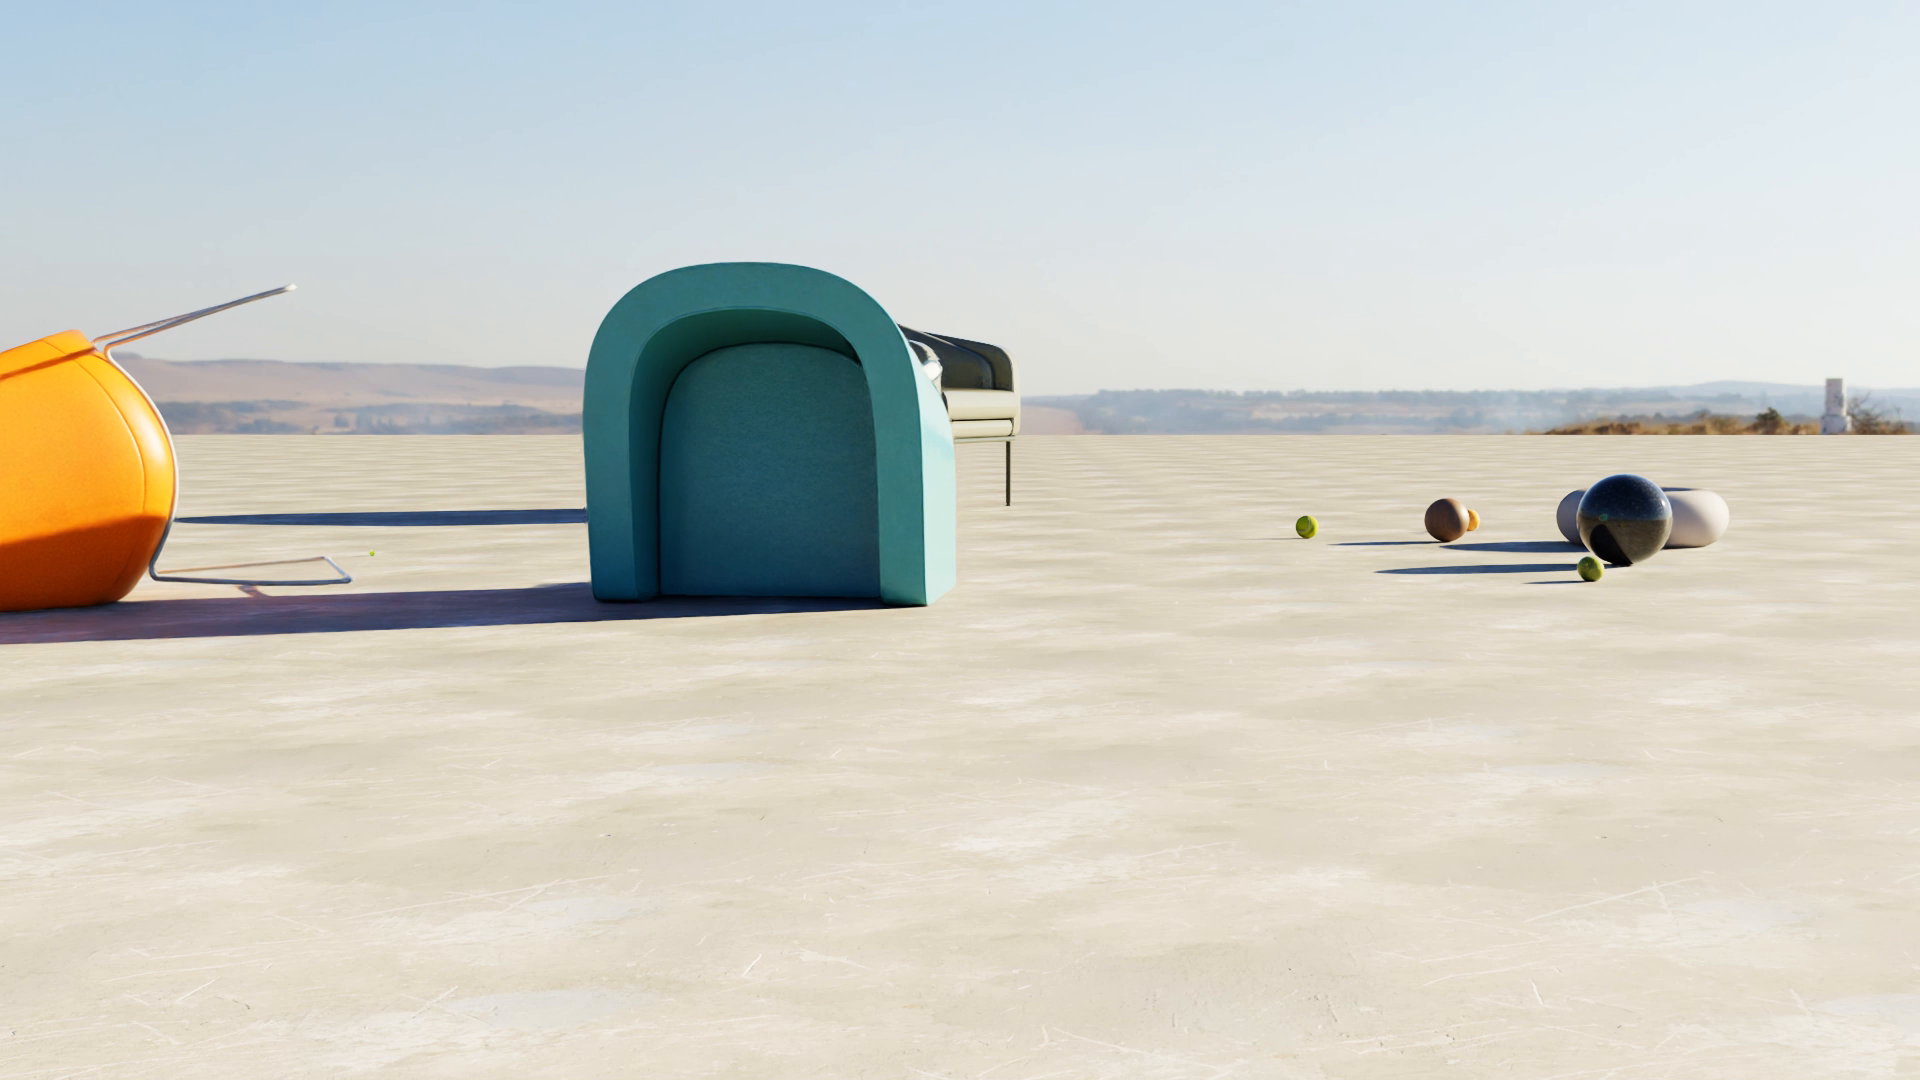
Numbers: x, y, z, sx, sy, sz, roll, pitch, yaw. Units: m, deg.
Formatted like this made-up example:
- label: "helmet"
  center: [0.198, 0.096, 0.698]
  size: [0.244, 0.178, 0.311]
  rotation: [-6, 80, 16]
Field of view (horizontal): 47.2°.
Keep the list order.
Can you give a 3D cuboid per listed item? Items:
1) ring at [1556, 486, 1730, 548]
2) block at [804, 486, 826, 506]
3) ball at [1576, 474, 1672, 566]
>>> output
- label: "ring"
  center: [1.969, -0.066, 6.351]
  size: [0.478, 0.163, 0.404]
  rotation: [1, 5, 18]
- label: "block"
  center: [-0.557, -0.167, 8.452]
  size: [0.077, 0.072, 0.064]
  rotation: [0, 4, -5]
- label: "ball"
  center: [1.695, -0.053, 5.610]
  size: [0.235, 0.235, 0.235]
  rotation: [0, 4, 0]
